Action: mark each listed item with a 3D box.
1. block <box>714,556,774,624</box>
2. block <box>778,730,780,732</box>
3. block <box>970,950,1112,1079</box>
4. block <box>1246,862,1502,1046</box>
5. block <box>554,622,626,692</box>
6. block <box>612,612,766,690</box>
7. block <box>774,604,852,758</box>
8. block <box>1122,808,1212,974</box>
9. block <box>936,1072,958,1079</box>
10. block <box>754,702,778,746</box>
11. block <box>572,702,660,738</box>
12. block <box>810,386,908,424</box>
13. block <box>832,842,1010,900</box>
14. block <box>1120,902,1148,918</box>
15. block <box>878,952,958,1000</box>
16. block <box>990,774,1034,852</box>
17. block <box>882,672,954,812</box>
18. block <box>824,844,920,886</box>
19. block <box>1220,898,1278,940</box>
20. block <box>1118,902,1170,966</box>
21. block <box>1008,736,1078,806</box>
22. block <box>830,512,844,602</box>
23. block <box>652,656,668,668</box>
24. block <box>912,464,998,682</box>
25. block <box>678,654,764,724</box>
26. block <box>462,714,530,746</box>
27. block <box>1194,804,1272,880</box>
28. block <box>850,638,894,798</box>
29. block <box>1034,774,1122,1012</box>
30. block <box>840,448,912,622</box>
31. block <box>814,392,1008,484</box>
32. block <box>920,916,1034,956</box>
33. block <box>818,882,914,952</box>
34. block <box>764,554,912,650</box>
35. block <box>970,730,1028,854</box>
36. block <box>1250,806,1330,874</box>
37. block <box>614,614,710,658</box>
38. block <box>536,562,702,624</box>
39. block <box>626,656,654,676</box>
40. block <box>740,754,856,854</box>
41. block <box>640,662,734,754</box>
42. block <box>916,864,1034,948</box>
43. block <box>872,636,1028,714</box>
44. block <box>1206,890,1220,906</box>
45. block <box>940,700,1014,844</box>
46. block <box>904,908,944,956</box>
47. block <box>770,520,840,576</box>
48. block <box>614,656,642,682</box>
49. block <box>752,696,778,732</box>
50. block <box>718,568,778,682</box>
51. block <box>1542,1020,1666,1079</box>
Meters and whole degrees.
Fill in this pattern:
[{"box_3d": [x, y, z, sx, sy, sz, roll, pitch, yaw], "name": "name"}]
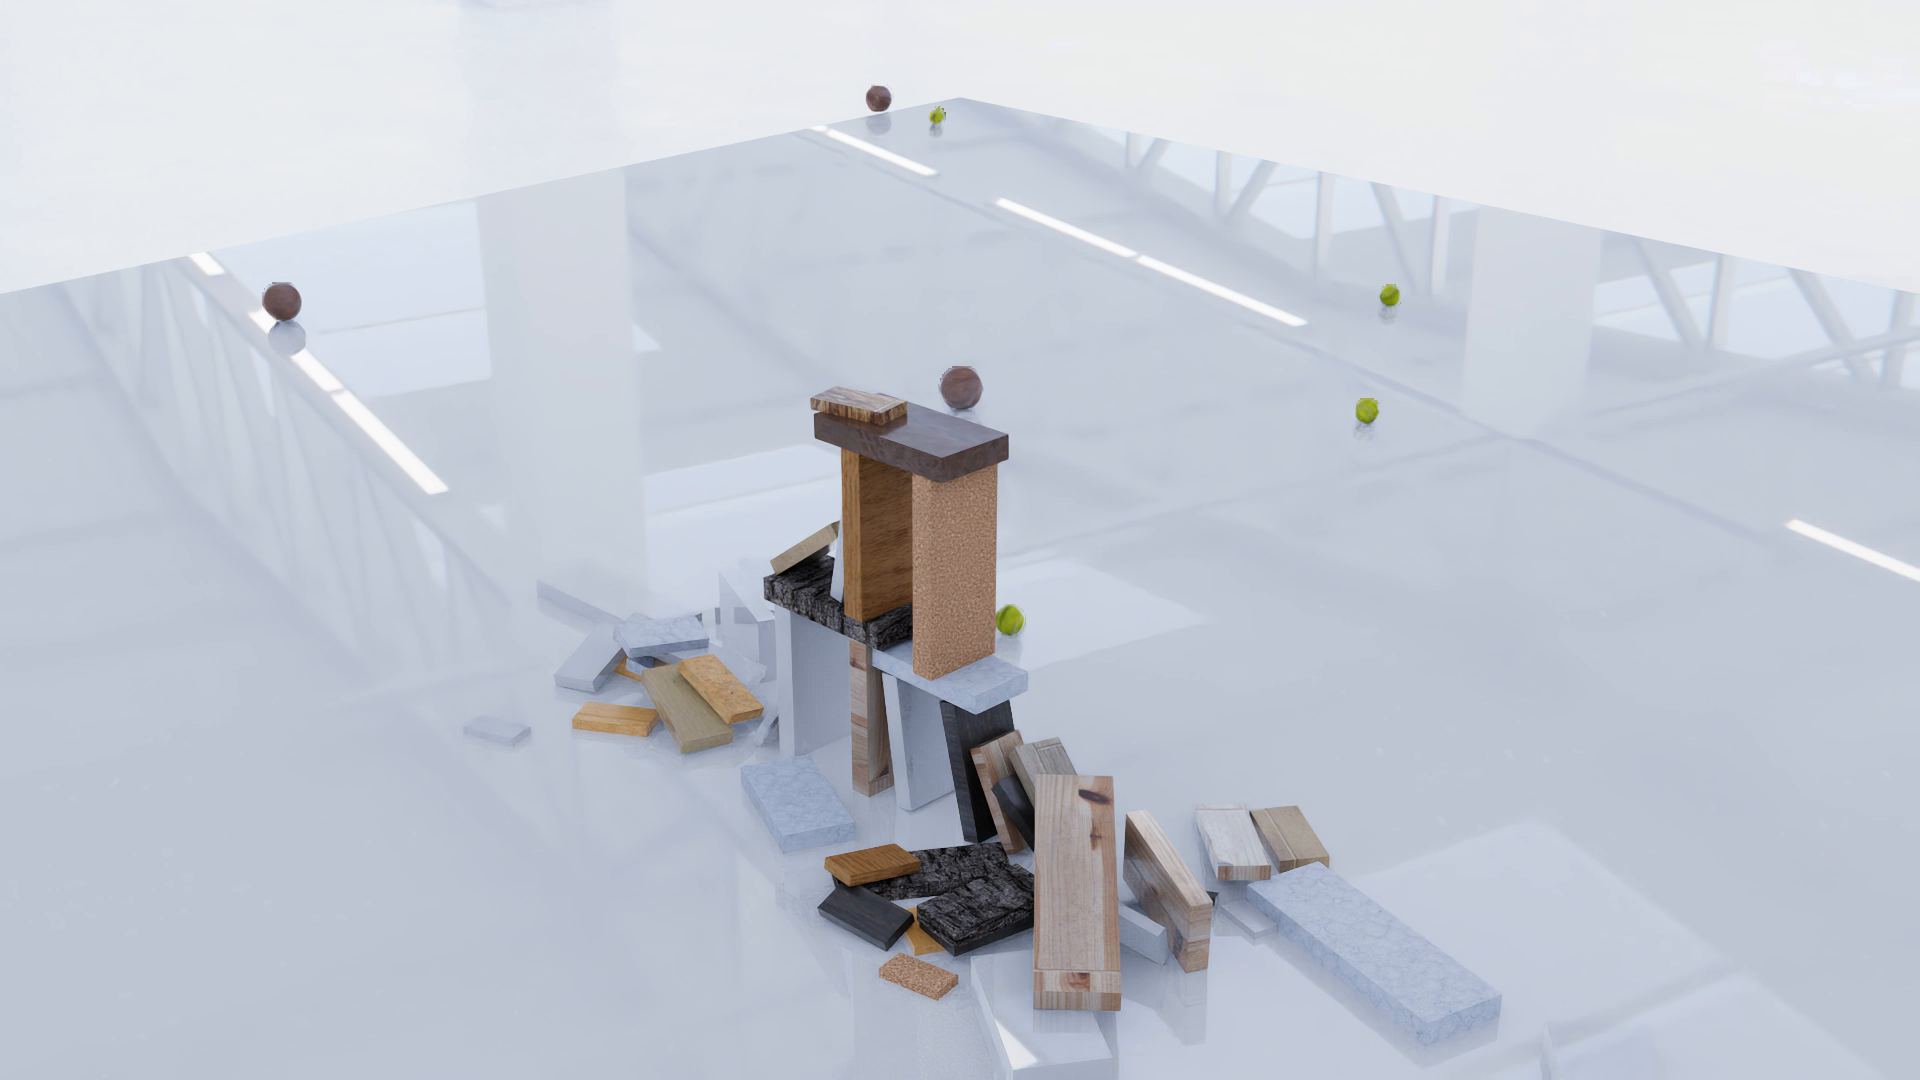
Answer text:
[{"box_3d": [-0.495, 0.125, 5.410, 0.153, 0.043, 0.307, 2, 23, 6], "name": "block"}, {"box_3d": [-0.350, 0.359, 4.746, 0.067, 0.133, 0.019, -21, 52, -41], "name": "block"}, {"box_3d": [0.136, 0.818, 3.772, 0.168, 0.048, 0.337, -5, 23, -11], "name": "block"}, {"box_3d": [0.736, 0.736, 3.964, 0.168, 0.048, 0.505, -13, 26, -27], "name": "block"}, {"box_3d": [-0.829, 0.266, 5.031, 0.104, 0.030, 0.209, 7, 36, 23], "name": "block"}, {"box_3d": [-0.608, 0.254, 4.937, 0.341, 0.027, 0.095, 21, 32, 15], "name": "block"}, {"box_3d": [-0.306, 0.275, 4.669, 0.174, 0.347, 0.049, -21, 31, -41], "name": "block"}, {"box_3d": [0.377, 0.640, 4.029, 0.042, 0.149, 0.298, -8, 29, -17], "name": "block"}, {"box_3d": [-0.059, 0.931, 3.531, 0.200, 0.028, 0.100, -20, 30, -39], "name": "block"}, {"box_3d": [-0.400, 0.379, 4.742, 0.019, 0.067, 0.133, 30, 43, 4], "name": "block"}, {"box_3d": [-0.751, 0.392, 4.807, 0.171, 0.024, 0.085, 5, 24, 12], "name": "block"}, {"box_3d": [-0.198, -0.263, 4.294, 0.171, 0.024, 0.085, 14, 27, 31], "name": "block"}, {"box_3d": [-0.073, 0.639, 4.213, 0.335, 0.033, 0.117, -4, 23, -10], "name": "block"}, {"box_3d": [0.350, 0.694, 4.105, 0.105, 0.015, 0.053, -3, 23, -7], "name": "block"}, {"box_3d": [-0.074, 0.775, 3.910, 0.128, 0.018, 0.064, 15, 27, 32], "name": "block"}, {"box_3d": [0.166, 0.547, 4.266, 0.110, 0.031, 0.220, -21, 69, -40], "name": "block"}, {"box_3d": [-0.076, 0.387, 4.471, 0.146, 0.292, 0.041, -21, 23, -41], "name": "block"}, {"box_3d": [-0.166, 0.614, 4.162, 0.165, 0.023, 0.082, -5, 21, -39], "name": "block"}, {"box_3d": [0.537, 0.703, 4.084, 0.053, 0.015, 0.105, -13, 26, -28], "name": "block"}, {"box_3d": [0.273, 0.686, 4.007, 0.247, 0.082, 0.023, 25, 51, 35], "name": "block"}, {"box_3d": [0.189, 0.494, 4.278, 0.110, 0.031, 0.220, -9, 61, -36], "name": "block"}, {"box_3d": [-0.194, 0.003, 4.433, 0.034, 0.237, 0.118, 32, 38, 34], "name": "block"}, {"box_3d": [-0.640, 0.294, 4.908, 0.085, 0.024, 0.171, 5, 31, -12], "name": "block"}, {"box_3d": [-0.010, 0.049, 4.250, 0.178, 0.420, 0.050, -21, 31, -41], "name": "block"}, {"box_3d": [-0.522, 0.324, 4.798, 0.095, 0.027, 0.189, -10, 44, -48], "name": "block"}, {"box_3d": [-1.004, 0.412, 4.766, 0.131, 0.018, 0.065, 11, 25, 24], "name": "block"}, {"box_3d": [0.529, 0.585, 4.282, 0.100, 0.028, 0.320, -1, 14, -2], "name": "block"}, {"box_3d": [-0.143, 0.338, 4.519, 0.174, 0.347, 0.049, -21, 31, -41], "name": "block"}, {"box_3d": [0.209, 0.626, 3.981, 0.149, 0.042, 0.580, 1, 33, 1], "name": "block"}, {"box_3d": [-0.150, -0.033, 4.366, 0.050, 0.356, 0.178, 21, 31, 40], "name": "block"}, {"box_3d": [-0.096, -0.200, 4.236, 0.356, 0.050, 0.178, 21, 30, 41], "name": "block"}, {"box_3d": [0.055, 0.689, 4.047, 0.233, 0.033, 0.117, -15, 27, -31], "name": "block"}, {"box_3d": [-0.174, 0.691, 4.057, 0.165, 0.023, 0.082, 22, 50, 34], "name": "block"}, {"box_3d": [-0.224, 0.124, 4.516, 0.347, 0.049, 0.174, 21, 31, 41], "name": "block"}, {"box_3d": [0.102, 0.495, 4.325, 0.110, 0.220, 0.031, -21, 4, -40], "name": "block"}, {"box_3d": [0.648, 0.589, 4.336, 0.100, 0.028, 0.200, -4, 23, -9], "name": "block"}, {"box_3d": [-0.667, 0.215, 4.926, 0.189, 0.027, 0.095, -7, 35, -28], "name": "block"}, {"box_3d": [-0.829, 0.156, 5.338, 0.444, 0.043, 0.153, 20, 30, 39], "name": "block"}, {"box_3d": [-0.636, 0.297, 4.958, 0.209, 0.030, 0.104, 23, 32, 18], "name": "block"}, {"box_3d": [-0.331, 0.532, 4.453, 0.149, 0.042, 0.298, -9, 24, -19], "name": "block"}, {"box_3d": [-0.593, 0.361, 4.772, 0.118, 0.034, 0.237, -10, 43, -28], "name": "block"}, {"box_3d": [0.049, 0.667, 4.016, 0.233, 0.033, 0.117, -17, 28, -34], "name": "block"}, {"box_3d": [-0.021, 0.255, 4.355, 0.146, 0.041, 0.292, -21, 31, -41], "name": "block"}, {"box_3d": [0.432, 0.669, 4.143, 0.105, 0.015, 0.053, 6, 4, 15], "name": "block"}, {"box_3d": [0.050, 0.437, 4.356, 0.146, 0.292, 0.041, -21, 17, -40], "name": "block"}, {"box_3d": [-0.071, 0.718, 4.045, 0.064, 0.018, 0.128, -7, 24, -16], "name": "block"}, {"box_3d": [-0.280, 0.004, 4.523, 0.118, 0.034, 0.237, -22, -5, -41], "name": "block"}, {"box_3d": [-0.722, 0.285, 5.051, 0.209, 0.030, 0.104, 17, 28, 34], "name": "block"}, {"box_3d": [-0.418, 0.381, 4.839, 0.133, 0.019, 0.067, 21, 31, 41], "name": "block"}, {"box_3d": [-0.492, 0.196, 5.103, 0.043, 0.153, 0.307, -9, 25, -21], "name": "block"}, {"box_3d": [1.061, 0.902, 3.573, 0.168, 0.048, 0.337, 2, 23, 4], "name": "block"}]
